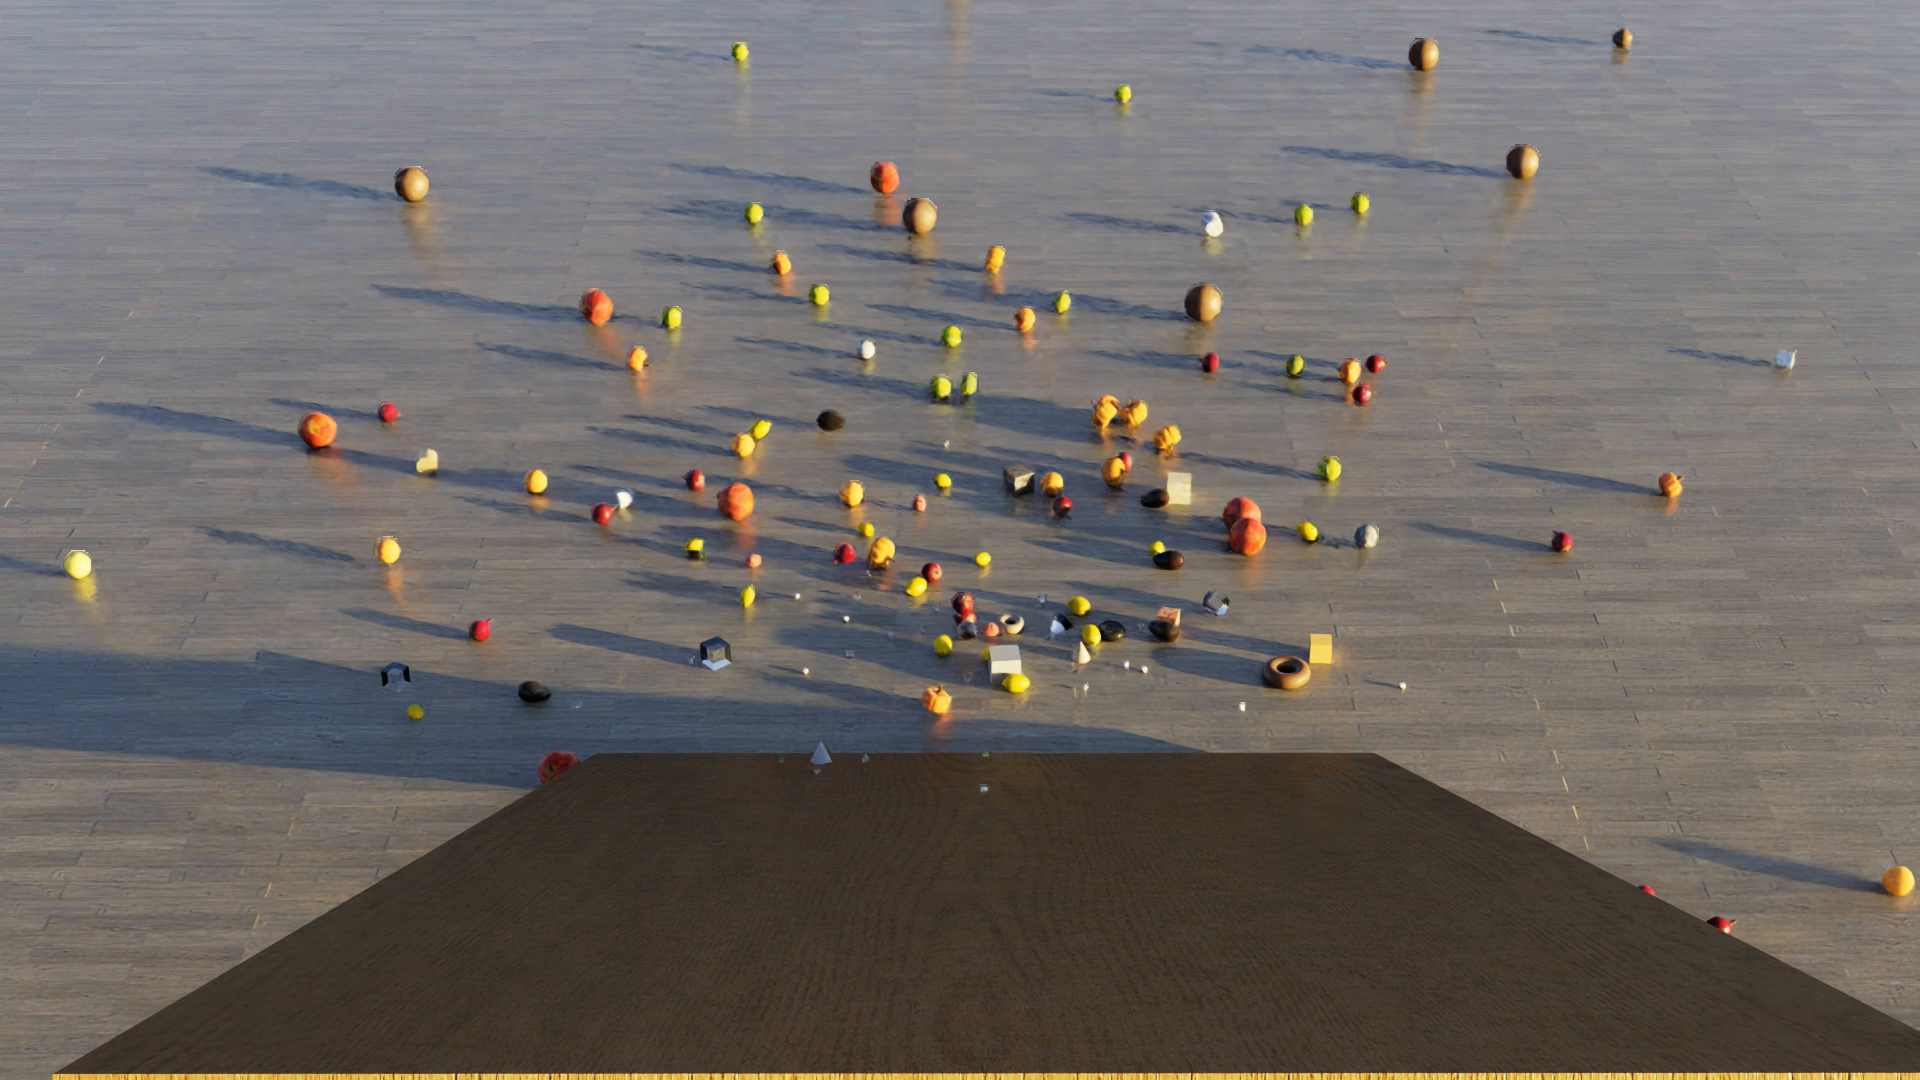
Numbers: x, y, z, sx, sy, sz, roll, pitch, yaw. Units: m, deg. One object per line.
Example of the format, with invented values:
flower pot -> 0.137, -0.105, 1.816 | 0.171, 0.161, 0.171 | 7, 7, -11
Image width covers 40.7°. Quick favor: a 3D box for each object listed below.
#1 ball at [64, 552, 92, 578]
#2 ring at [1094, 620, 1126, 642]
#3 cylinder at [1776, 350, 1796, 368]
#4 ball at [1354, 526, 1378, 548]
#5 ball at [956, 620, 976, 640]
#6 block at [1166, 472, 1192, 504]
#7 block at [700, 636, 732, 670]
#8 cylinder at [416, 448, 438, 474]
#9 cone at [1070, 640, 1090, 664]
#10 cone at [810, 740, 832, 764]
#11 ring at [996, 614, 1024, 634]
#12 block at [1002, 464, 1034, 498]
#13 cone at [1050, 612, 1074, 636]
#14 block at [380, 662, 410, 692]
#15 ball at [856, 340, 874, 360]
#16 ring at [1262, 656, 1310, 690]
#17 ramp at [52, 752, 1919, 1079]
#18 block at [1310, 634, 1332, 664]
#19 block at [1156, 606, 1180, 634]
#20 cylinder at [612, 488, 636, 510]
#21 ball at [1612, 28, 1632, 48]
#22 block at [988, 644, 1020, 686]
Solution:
ball -> -2.582, 0.074, 7.575 | 0.075, 0.075, 0.075 | 0, 30, 0
ring -> 0.424, 0.257, 7.306 | 0.087, 0.029, 0.087 | 0, 31, 0
cylinder -> 2.804, -0.614, 8.791 | 0.053, 0.053, 0.053 | 17, 34, 27
ball -> 1.213, -0.010, 7.729 | 0.068, 0.068, 0.068 | 0, 30, 0
ball -> 0.019, 0.255, 7.282 | 0.056, 0.056, 0.056 | 0, 30, 0
block -> 0.676, -0.160, 7.986 | 0.071, 0.071, 0.071 | 3, 30, 5
block -> -0.677, 0.314, 7.175 | 0.061, 0.061, 0.061 | -24, 37, -35
cylinder -> -1.678, -0.247, 8.147 | 0.060, 0.060, 0.060 | -3, 30, -5
cone -> 0.335, 0.304, 7.196 | 0.057, 0.057, 0.057 | 0, 30, 0
cone -> -0.342, 0.521, 6.374 | 0.055, 0.055, 0.055 | 0, 0, 0
ring -> 0.142, 0.238, 7.340 | 0.084, 0.028, 0.084 | 0, 31, 0
block -> 0.181, -0.185, 8.031 | 0.069, 0.069, 0.069 | -17, 34, -27
cone -> 0.273, 0.250, 7.316 | 0.067, 0.067, 0.067 | 27, 66, 38
block -> -1.543, 0.374, 7.078 | 0.053, 0.053, 0.053 | 14, 33, 23
ball -> -0.324, -0.649, 8.841 | 0.065, 0.065, 0.065 | 0, 30, 0
ring -> 0.896, 0.363, 7.106 | 0.134, 0.045, 0.134 | -1, 30, 1
ramp -> 0.067, 0.598, 4.656 | 2.000, 0.100, 4.000 | 0, 0, 0
block -> 1.003, 0.302, 7.198 | 0.058, 0.058, 0.058 | 3, 30, 4
block -> 0.590, 0.228, 7.330 | 0.054, 0.054, 0.054 | 9, 31, 15
cylinder -> -1.033, -0.126, 7.947 | 0.050, 0.050, 0.050 | -22, 36, -33
ball -> 2.969, -2.250, 11.598 | 0.084, 0.084, 0.084 | 0, 30, 0
block -> 0.123, 0.344, 7.103 | 0.080, 0.080, 0.080 | -2, 30, -4
